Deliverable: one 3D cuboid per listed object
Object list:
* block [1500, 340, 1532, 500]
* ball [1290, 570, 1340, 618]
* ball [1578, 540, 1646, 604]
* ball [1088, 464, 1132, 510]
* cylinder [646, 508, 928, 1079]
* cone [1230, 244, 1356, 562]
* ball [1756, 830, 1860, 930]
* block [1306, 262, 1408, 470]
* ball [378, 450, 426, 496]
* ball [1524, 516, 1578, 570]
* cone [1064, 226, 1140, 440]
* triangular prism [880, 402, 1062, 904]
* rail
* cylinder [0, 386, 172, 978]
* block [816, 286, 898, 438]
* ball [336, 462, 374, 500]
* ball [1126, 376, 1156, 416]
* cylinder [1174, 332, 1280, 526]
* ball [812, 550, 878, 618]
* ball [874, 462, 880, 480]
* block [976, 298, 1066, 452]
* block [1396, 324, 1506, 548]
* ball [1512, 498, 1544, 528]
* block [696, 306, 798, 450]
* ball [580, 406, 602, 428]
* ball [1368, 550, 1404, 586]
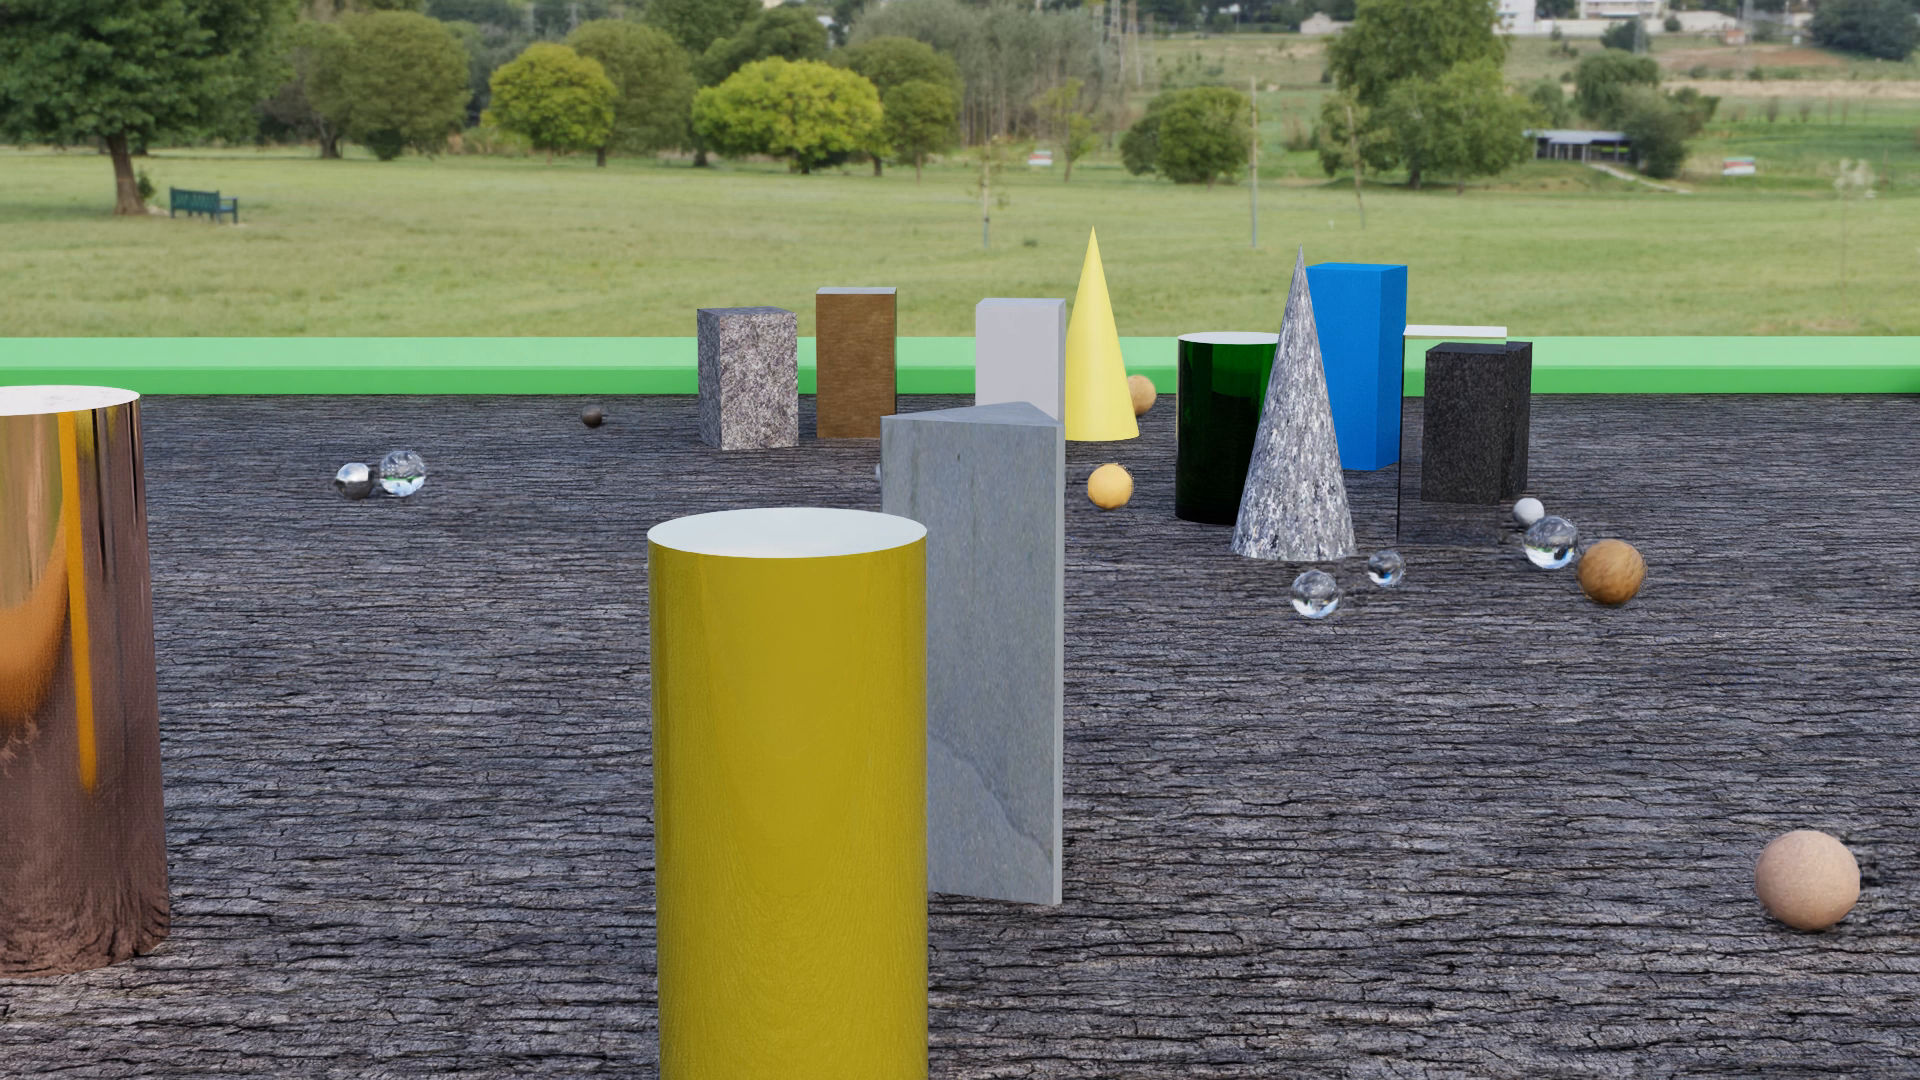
[{"bbox_3d":[0.886,-0.208,4.393,0.153,0.253,0.153,4,11,21],"label":"block"},{"bbox_3d":[0.471,0.072,3.404,0.064,0.064,0.064,0,11,0],"label":"ball"},{"bbox_3d":[0.886,0.043,3.489,0.089,0.089,0.089,0,11,0],"label":"ball"},{"bbox_3d":[0.247,-0.087,4.227,0.075,0.075,0.075,0,11,0],"label":"ball"},{"bbox_3d":[-0.118,0.196,1.793,0.191,0.410,0.191,0,11,0],"label":"cylinder"},{"bbox_3d":[0.505,-0.214,3.848,0.191,0.464,0.191,0,11,0],"label":"cone"},{"bbox_3d":[0.721,0.289,2.181,0.085,0.085,0.085,0,11,0],"label":"ball"},{"bbox_3d":[0.718,-0.321,4.705,0.153,0.360,0.153,5,12,27],"label":"block"},{"bbox_3d":[-0.949,-0.114,4.365,0.078,0.078,0.078,0,11,0],"label":"ball"},{"bbox_3d":[0.860,0.004,3.732,0.078,0.078,0.078,0,11,0],"label":"ball"},{"bbox_3d":[0.261,-0.414,5.060,0.191,0.413,0.191,0,11,0],"label":"cone"},{"bbox_3d":[0.033,0.094,2.304,0.166,0.423,0.143,4,11,20],"label":"triangular prism"},{"bbox_3d":[-0.013,-0.385,5.688,4.417,0.124,0.045,0,11,0],"label":"rail"},{"bbox_3d":[-0.764,0.111,2.120,0.191,0.457,0.191,0,11,0],"label":"cylinder"},{"bbox_3d":[-0.204,-0.354,5.095,0.153,0.283,0.153,0,11,1],"label":"block"},{"bbox_3d":[-1.020,-0.099,4.324,0.063,0.063,0.063,0,11,0],"label":"ball"},{"bbox_3d":[0.367,-0.302,5.356,0.085,0.085,0.085,0,11,0],"label":"ball"},{"bbox_3d":[0.446,-0.183,4.157,0.191,0.290,0.191,0,11,0],"label":"cylinder"},{"bbox_3d":[-0.153,0.058,3.409,0.090,0.090,0.090,0,11,0],"label":"ball"},{"bbox_3d":[-0.129,-0.120,4.498,0.041,0.041,0.041,0,11,0],"label":"ball"},{"bbox_3d":[0.114,-0.302,4.805,0.153,0.287,0.153,1,11,7],"label":"block"},{"bbox_3d":[0.760,-0.163,3.965,0.153,0.321,0.153,2,11,12],"label":"block"},{"bbox_3d":[0.900,-0.043,4.061,0.049,0.049,0.049,0,11,0],"label":"ball"},{"bbox_3d":[-0.410,-0.314,4.954,0.153,0.256,0.153,-4,11,-22],"label":"block"},{"bbox_3d":[-0.745,-0.250,5.189,0.045,0.045,0.045,0,11,0],"label":"ball"},{"bbox_3d":[0.600,0.039,3.616,0.050,0.050,0.050,0,11,0],"label":"ball"}]
